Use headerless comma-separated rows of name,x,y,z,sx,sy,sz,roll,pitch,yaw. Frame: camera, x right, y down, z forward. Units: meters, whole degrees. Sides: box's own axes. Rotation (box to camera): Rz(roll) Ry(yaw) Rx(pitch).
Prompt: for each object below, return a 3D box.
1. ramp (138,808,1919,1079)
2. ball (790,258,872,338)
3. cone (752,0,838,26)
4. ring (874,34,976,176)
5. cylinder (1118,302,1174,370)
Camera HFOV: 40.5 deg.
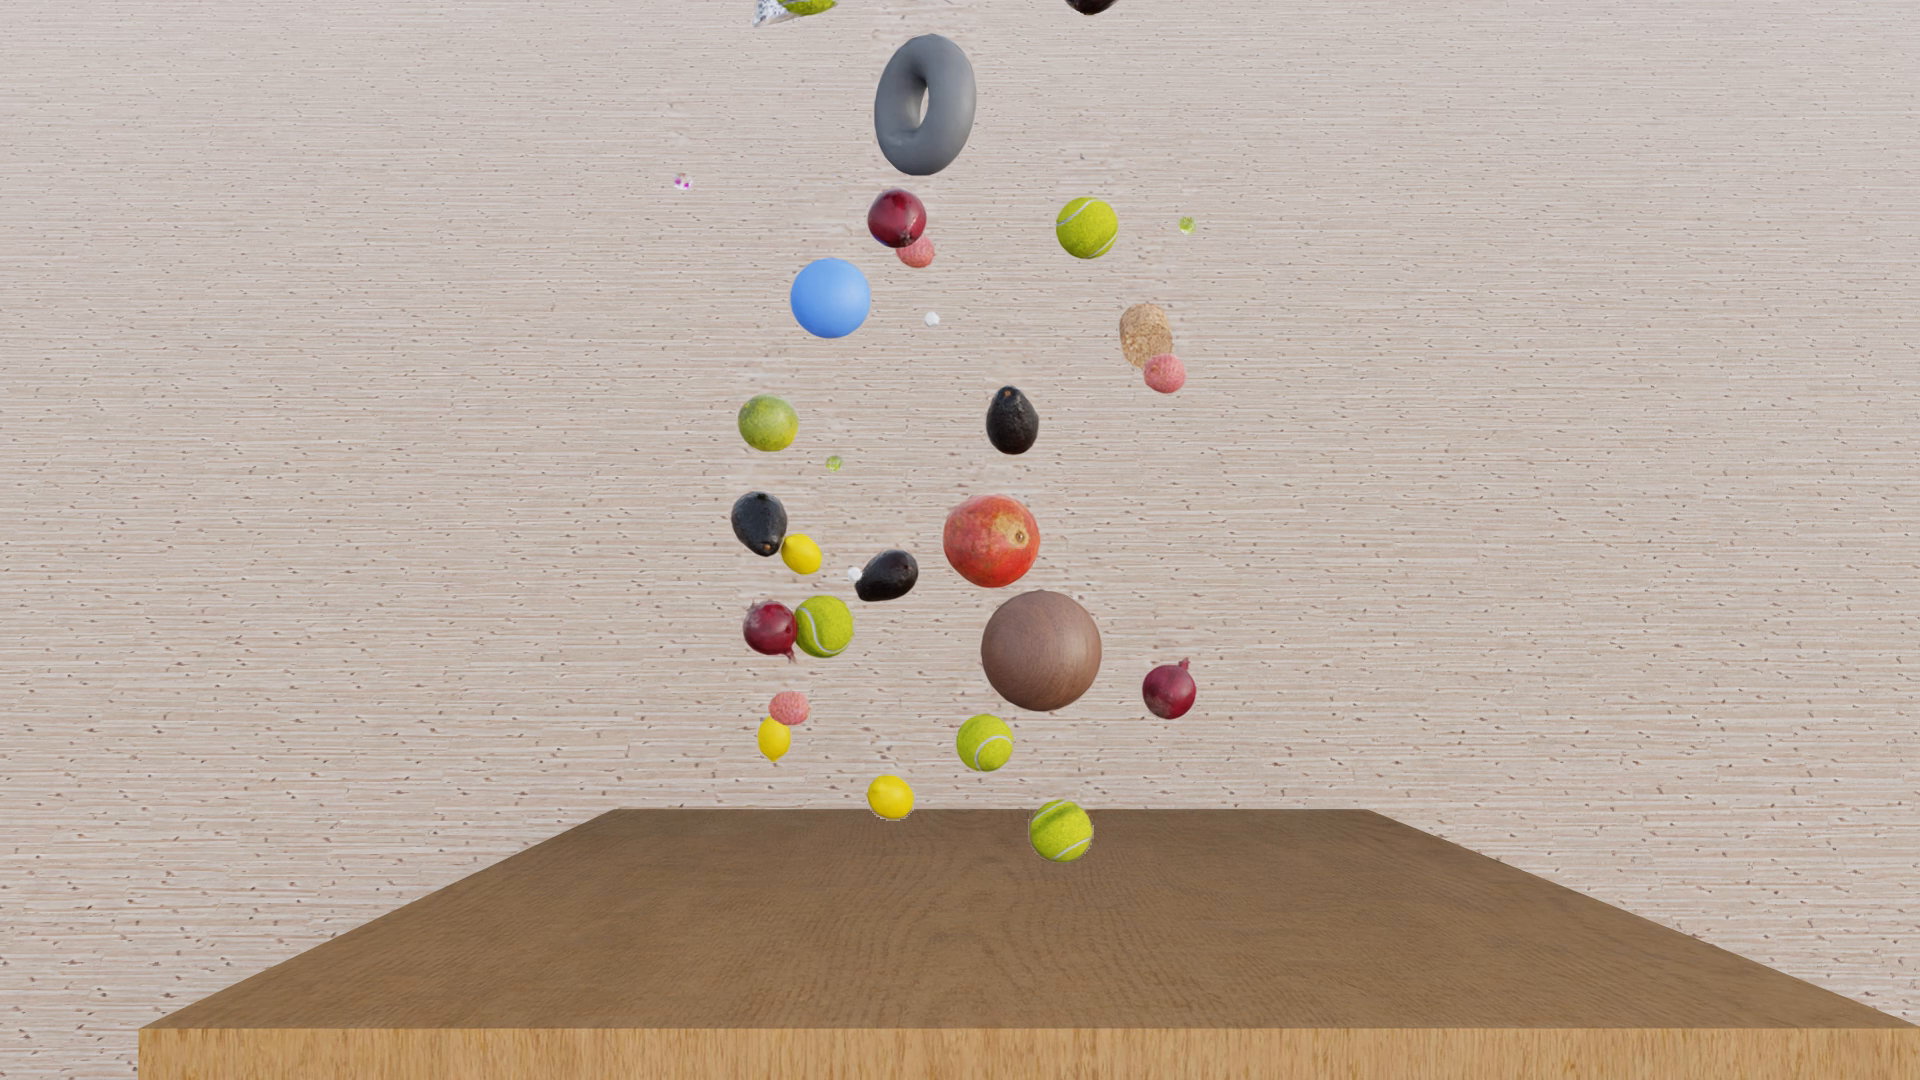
ramp,0.080,0.681,4.908,2.000,0.100,4.000,0,-2,0
ball,-0.134,-0.250,2.692,0.083,0.083,0.083,0,37,0
cone,-0.175,-0.566,2.588,0.088,0.088,0.088,-14,7,2
ring,-0.034,-0.421,2.522,0.046,0.137,0.137,3,29,-36
cylinder,0.200,-0.220,2.806,0.055,0.055,0.055,0,26,0
